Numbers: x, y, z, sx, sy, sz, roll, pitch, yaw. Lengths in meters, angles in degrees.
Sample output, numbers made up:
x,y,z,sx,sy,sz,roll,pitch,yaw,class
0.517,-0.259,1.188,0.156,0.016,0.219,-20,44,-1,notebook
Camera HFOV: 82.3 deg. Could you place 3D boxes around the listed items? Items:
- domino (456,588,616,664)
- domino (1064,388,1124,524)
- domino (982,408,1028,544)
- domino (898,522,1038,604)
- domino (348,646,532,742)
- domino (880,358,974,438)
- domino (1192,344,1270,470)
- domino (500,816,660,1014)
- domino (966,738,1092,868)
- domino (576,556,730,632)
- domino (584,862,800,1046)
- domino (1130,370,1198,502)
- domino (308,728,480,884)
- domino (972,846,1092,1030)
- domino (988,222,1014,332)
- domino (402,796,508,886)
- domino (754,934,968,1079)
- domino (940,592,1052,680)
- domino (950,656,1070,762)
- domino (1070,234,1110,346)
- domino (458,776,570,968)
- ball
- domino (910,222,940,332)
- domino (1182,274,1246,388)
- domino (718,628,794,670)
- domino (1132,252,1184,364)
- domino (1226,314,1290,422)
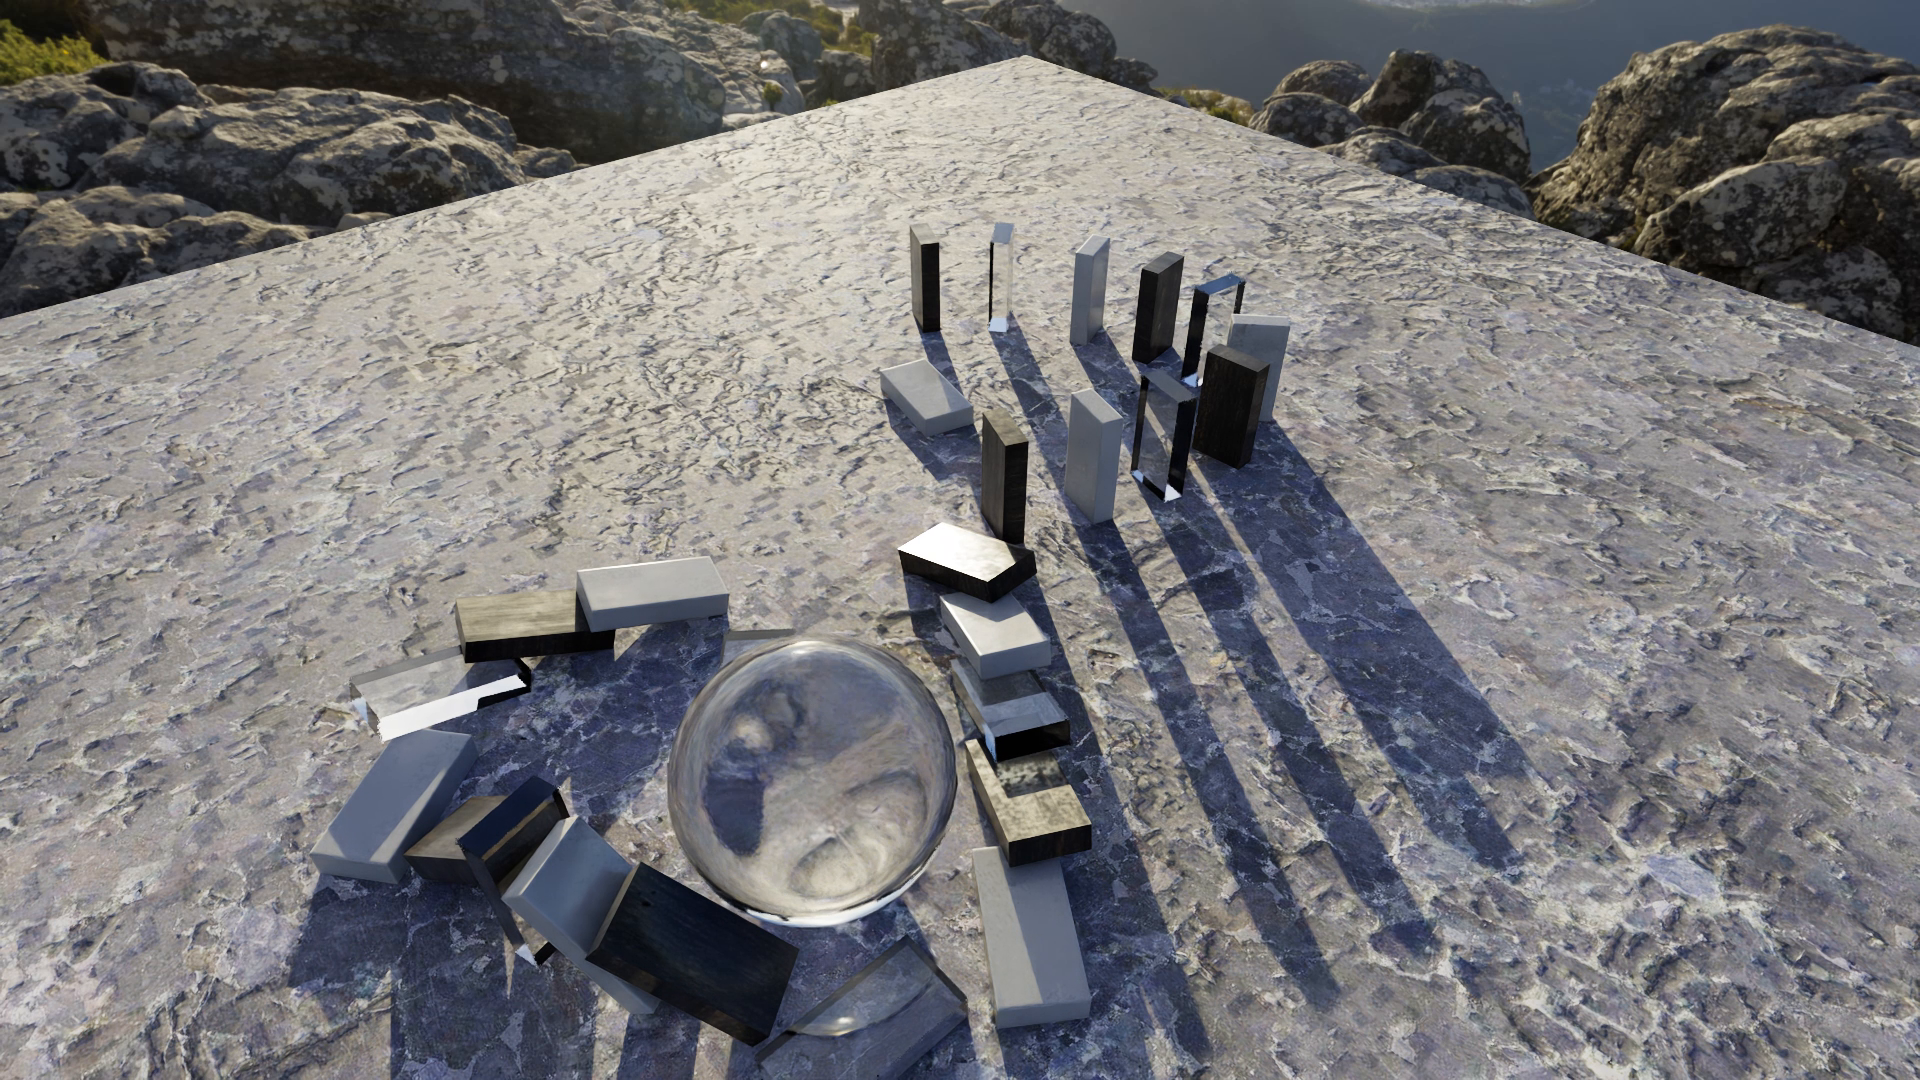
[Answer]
x,y,z,sx,sy,sz,roll,pitch,yaw,class
-0.153,0.030,0.396,0.050,0.010,0.025,-4,36,-31,domino
0.055,-0.034,0.453,0.010,0.050,0.025,-16,42,-19,domino
0.018,-0.025,0.442,0.009,0.050,0.025,-13,41,-15,domino
0.002,0.008,0.423,0.025,0.009,0.050,-32,34,-34,domino
-0.176,0.049,0.374,0.050,0.010,0.025,-18,41,-43,domino
-0.016,-0.069,0.527,0.025,0.010,0.050,-19,43,-21,domino
0.118,-0.058,0.482,0.025,0.050,0.009,32,49,33,domino
-0.094,0.100,0.292,0.010,0.050,0.025,-20,27,34,domino
0.020,0.078,0.339,0.025,0.009,0.050,-9,27,-11,domino
-0.115,0.020,0.410,0.050,0.010,0.025,-7,38,-29,domino
-0.069,0.109,0.289,0.050,0.010,0.025,35,39,-14,domino
0.086,-0.044,0.465,0.009,0.050,0.025,-19,43,-22,domino
-0.175,0.082,0.344,0.025,0.010,0.050,6,40,7,domino
0.019,0.110,0.310,0.025,0.009,0.050,-5,40,-6,domino
0.022,-0.139,0.581,0.009,0.050,0.025,6,40,7,domino
-0.139,0.086,0.317,0.050,0.009,0.025,-14,23,44,domino
-0.025,0.129,0.286,0.050,0.010,0.025,-30,48,-31,domino
0.012,0.032,0.393,0.025,0.009,0.050,-11,24,-13,domino
0.016,0.054,0.368,0.025,0.009,0.050,-11,26,-13,domino
0.067,-0.129,0.569,0.010,0.050,0.025,17,42,19,domino
-0.116,0.091,0.300,0.009,0.050,0.025,19,43,27,domino
-0.041,0.066,0.307,0.080,0.080,0.080,0,39,0,ball
-0.018,-0.138,0.580,0.010,0.050,0.025,-10,40,-12,domino
0.123,-0.102,0.536,0.025,0.050,0.009,-26,46,-28,domino
-0.071,0.052,0.380,0.025,0.010,0.050,-2,39,-3,domino
0.099,-0.117,0.554,0.009,0.050,0.025,27,46,29,domino
0.135,-0.079,0.508,0.025,0.050,0.010,4,39,5,domino
